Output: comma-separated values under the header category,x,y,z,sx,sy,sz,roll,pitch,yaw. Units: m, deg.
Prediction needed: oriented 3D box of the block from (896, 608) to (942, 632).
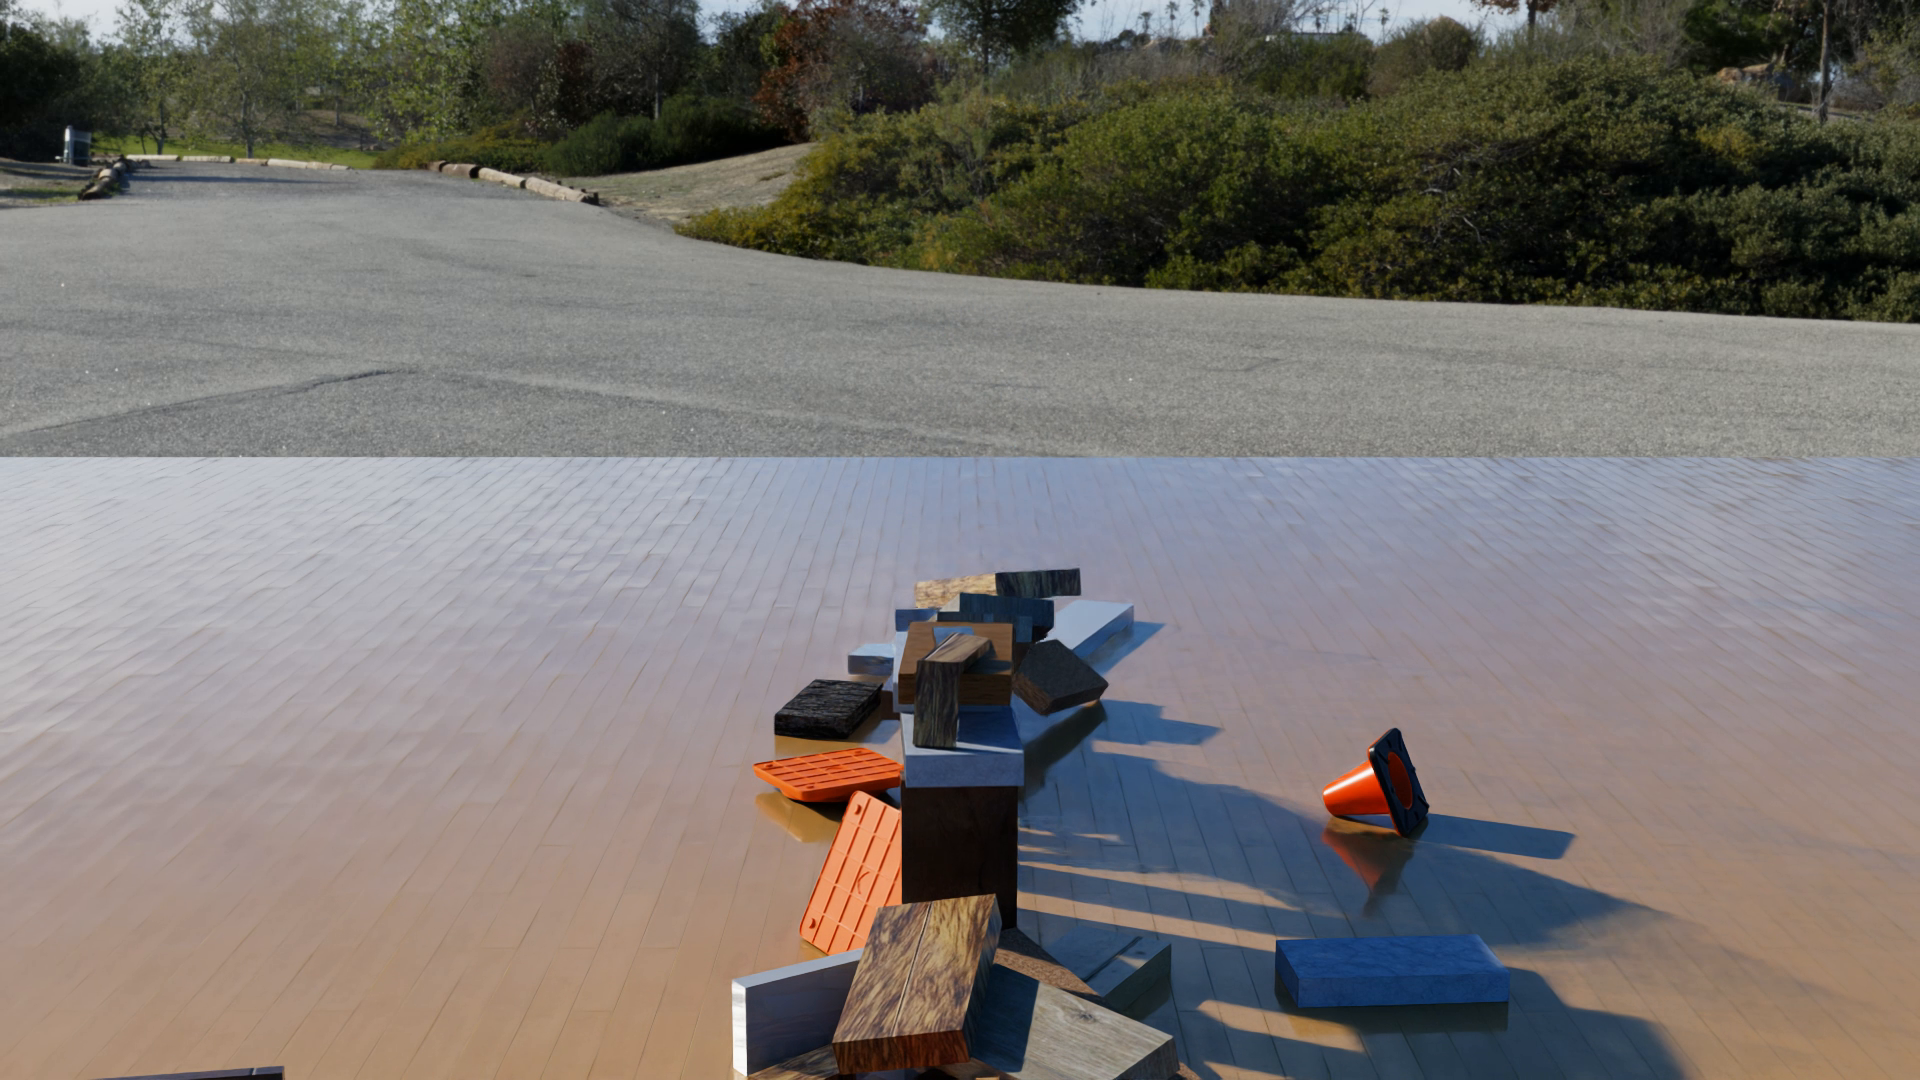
category,x,y,z,sx,sy,sz,roll,pitch,yaw
block,-0.032,0.182,4.300,0.171,0.048,0.342,-1,-10,1

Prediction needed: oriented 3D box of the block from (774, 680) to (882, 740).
category,x,y,z,sx,sy,sz,roll,pitch,yaw
block,-0.281,0.364,4.764,0.156,0.044,0.312,2,11,12

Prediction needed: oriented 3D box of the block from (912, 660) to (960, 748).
category,x,y,z,sx,sy,sz,roll,pitch,yaw
block,-0.033,0.234,3.147,0.060,0.121,0.017,3,-2,14

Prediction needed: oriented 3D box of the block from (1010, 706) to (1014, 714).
category,x,y,z,sx,sy,sz,roll,pitch,yaw
block,0.002,0.440,3.555,0.168,0.337,0.048,0,10,0

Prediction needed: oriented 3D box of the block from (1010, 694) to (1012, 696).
category,x,y,z,sx,sy,sz,roll,pitch,yaw
block,0.014,0.344,4.334,0.161,0.046,0.512,1,12,3

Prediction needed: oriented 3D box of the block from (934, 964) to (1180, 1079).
category,x,y,z,sx,sy,sz,roll,pitch,yaw
block,0.098,0.644,2.798,0.169,0.048,0.338,-26,23,-34

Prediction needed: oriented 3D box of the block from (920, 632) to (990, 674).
category,x,y,z,sx,sy,sz,roll,pitch,yaw
block,-0.009,0.169,3.238,0.060,0.017,0.121,9,22,23

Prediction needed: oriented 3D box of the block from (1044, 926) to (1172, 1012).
category,x,y,z,sx,sy,sz,roll,pitch,yaw
block,0.176,0.649,3.232,0.156,0.044,0.312,6,12,28

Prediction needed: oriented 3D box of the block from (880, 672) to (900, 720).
category,x,y,z,sx,sy,sz,roll,pitch,yaw
block,-0.019,0.232,3.619,0.168,0.048,0.337,1,11,7

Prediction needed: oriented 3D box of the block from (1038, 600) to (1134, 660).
category,x,y,z,sx,sy,sz,roll,pitch,yaw
block,0.262,0.241,5.425,0.156,0.044,0.679,4,11,20

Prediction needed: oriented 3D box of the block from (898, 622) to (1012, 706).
category,x,y,z,sx,sy,sz,roll,pitch,yaw
block,-0.003,0.186,3.358,0.163,0.046,0.327,0,11,2

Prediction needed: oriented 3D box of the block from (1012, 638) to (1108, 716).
category,x,y,z,sx,sy,sz,roll,pitch,yaw
block,0.194,0.297,4.799,0.161,0.046,0.321,40,18,18

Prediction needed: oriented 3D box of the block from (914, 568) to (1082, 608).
category,x,y,z,sx,sy,sz,roll,pitch,yaw
block,0.065,0.090,4.082,0.171,0.048,0.342,-3,-3,-26

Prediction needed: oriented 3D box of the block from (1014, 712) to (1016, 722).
category,x,y,z,sx,sy,sz,roll,pitch,yaw
block,0.011,0.353,3.979,0.093,0.186,0.026,26,42,-23

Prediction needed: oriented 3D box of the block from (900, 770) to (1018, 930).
category,x,y,z,sx,sy,sz,roll,pitch,yaw
block,-0.002,0.503,3.216,0.168,0.336,0.048,-1,12,-3

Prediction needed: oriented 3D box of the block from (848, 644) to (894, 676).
category,x,y,z,sx,sy,sz,roll,pitch,yaw
block,-0.091,0.286,5.164,0.312,0.044,0.156,2,8,12

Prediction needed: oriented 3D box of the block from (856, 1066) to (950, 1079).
category,x,y,z,sx,sy,sz,roll,pitch,yaw
block,-0.058,0.709,2.967,0.078,0.022,0.157,9,14,40

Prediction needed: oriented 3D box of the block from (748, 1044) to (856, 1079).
category,x,y,z,sx,sy,sz,roll,pitch,yaw
block,-0.196,0.714,2.938,0.080,0.023,0.159,10,15,44

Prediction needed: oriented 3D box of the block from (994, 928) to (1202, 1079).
category,x,y,z,sx,sy,sz,roll,pitch,yaw
block,0.139,0.667,2.940,0.169,0.048,0.531,-7,19,-29

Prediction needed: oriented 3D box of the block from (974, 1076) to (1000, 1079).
category,x,y,z,sx,sy,sz,roll,pitch,yaw
block,-0.243,0.719,2.596,0.589,0.044,0.156,-6,14,1

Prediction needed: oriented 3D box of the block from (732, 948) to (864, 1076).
category,x,y,z,sx,sy,sz,roll,pitch,yaw
block,-0.193,0.644,3.031,0.253,0.126,0.036,-7,13,-34

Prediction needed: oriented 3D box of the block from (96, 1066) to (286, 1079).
category,x,y,z,sx,sy,sz,roll,pitch,yaw
block,-0.984,0.715,2.780,0.251,0.078,0.022,-2,11,-10

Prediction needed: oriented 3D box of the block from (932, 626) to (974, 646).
category,x,y,z,sx,sy,sz,roll,pitch,yaw
block,-0.008,0.155,3.354,0.060,0.017,0.121,-1,11,-4

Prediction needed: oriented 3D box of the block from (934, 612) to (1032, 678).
category,x,y,z,sx,sy,sz,roll,pitch,yaw
block,0.027,0.194,3.920,0.163,0.046,0.327,3,-17,-5

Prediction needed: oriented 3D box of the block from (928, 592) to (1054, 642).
category,x,y,z,sx,sy,sz,roll,pitch,yaw
block,0.023,0.179,4.040,0.171,0.048,0.433,6,-17,-15

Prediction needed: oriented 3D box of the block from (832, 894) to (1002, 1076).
category,x,y,z,sx,sy,sz,roll,pitch,yaw
block,-0.051,0.584,2.916,0.169,0.048,0.338,-8,19,12

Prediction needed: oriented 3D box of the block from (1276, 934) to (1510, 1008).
category,x,y,z,sx,sy,sz,roll,pitch,yaw
block,0.641,0.641,3.276,0.312,0.044,0.156,-1,11,-4

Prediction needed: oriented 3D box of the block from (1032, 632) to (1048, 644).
category,x,y,z,sx,sy,sz,roll,pitch,yaw
block,0.026,0.251,4.879,0.161,0.046,0.321,2,-24,-43

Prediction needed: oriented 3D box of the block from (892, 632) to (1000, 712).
category,x,y,z,sx,sy,sz,roll,pitch,yaw
block,-0.023,0.207,3.495,0.163,0.046,0.328,0,11,-1

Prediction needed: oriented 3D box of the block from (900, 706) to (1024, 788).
category,x,y,z,sx,sy,sz,roll,pitch,yaw
block,-0.002,0.296,3.277,0.168,0.048,0.336,-1,10,-3
